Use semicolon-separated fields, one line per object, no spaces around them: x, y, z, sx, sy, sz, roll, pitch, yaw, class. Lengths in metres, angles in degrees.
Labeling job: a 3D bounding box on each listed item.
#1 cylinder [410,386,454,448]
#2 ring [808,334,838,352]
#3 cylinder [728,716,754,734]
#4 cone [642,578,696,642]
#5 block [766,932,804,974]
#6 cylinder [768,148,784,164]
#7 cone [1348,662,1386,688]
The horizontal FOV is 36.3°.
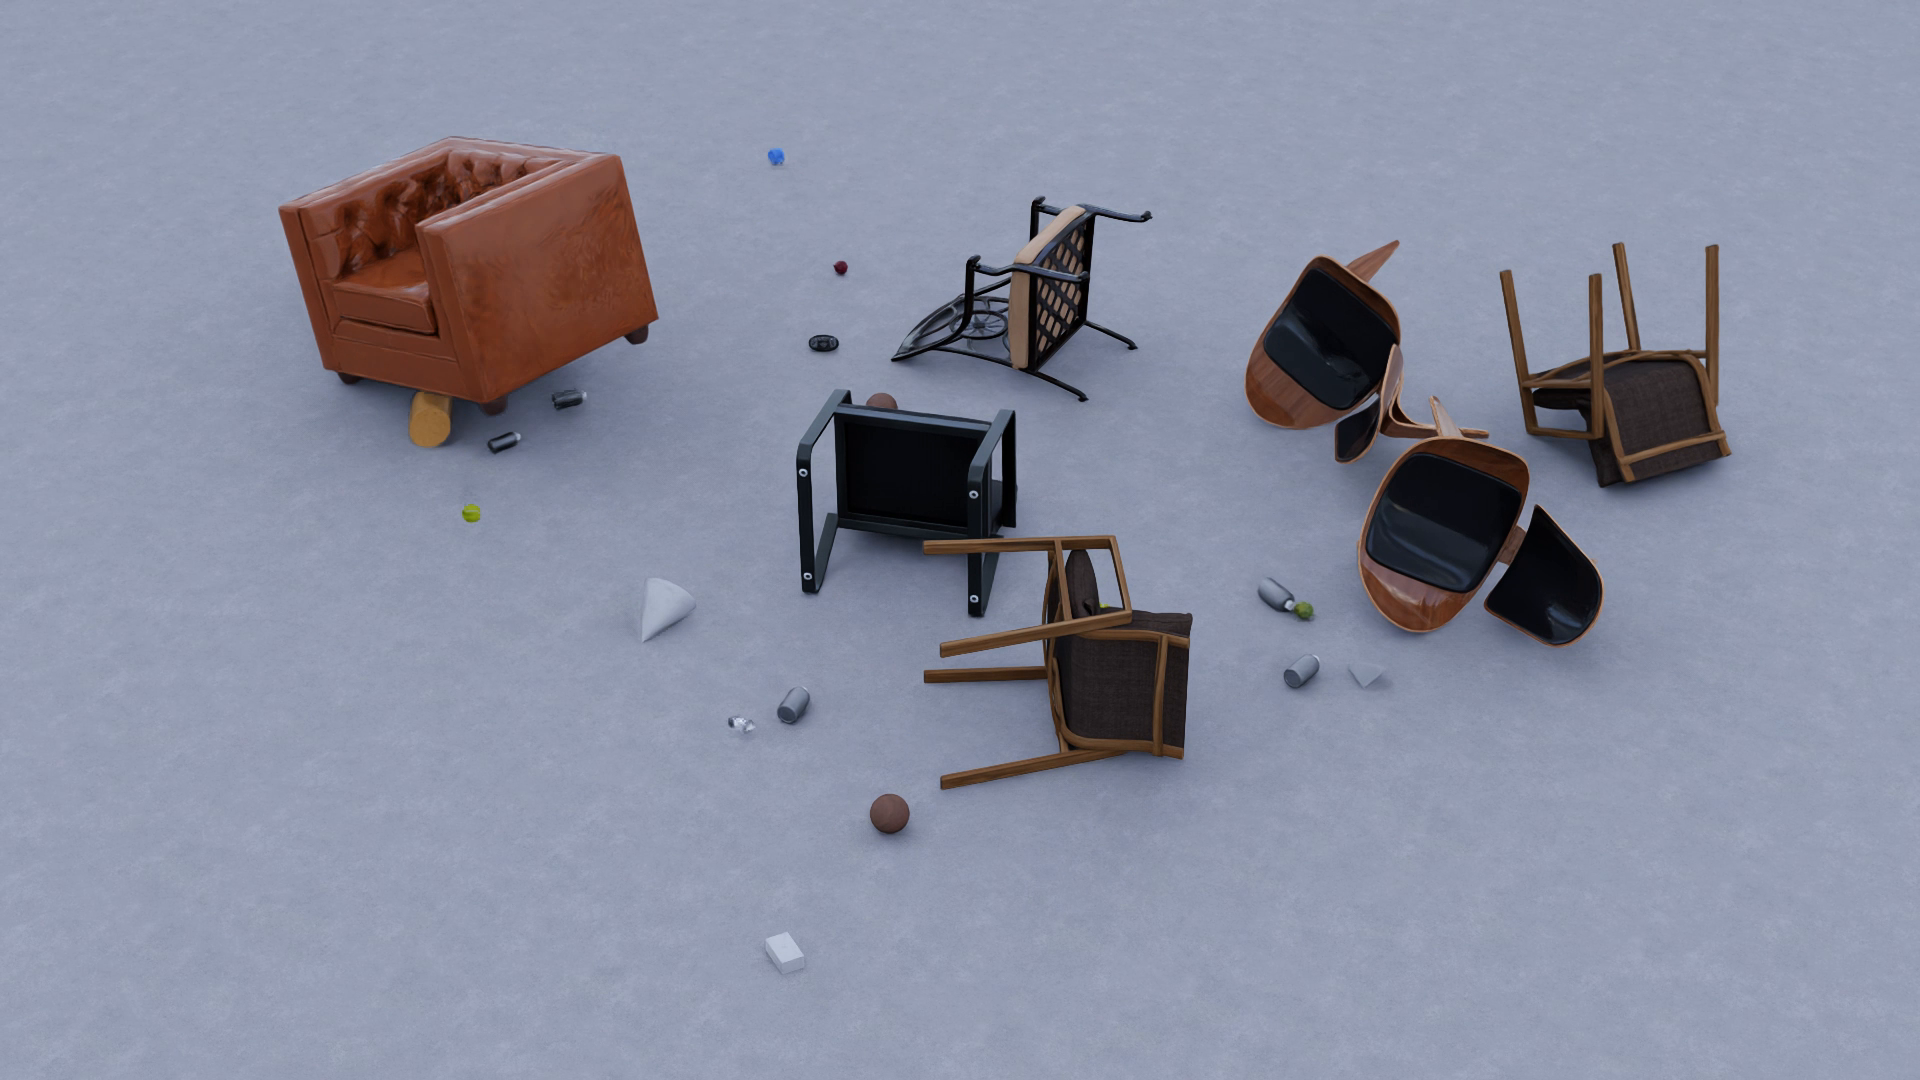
-2.077;-0.487;11.525;0.152;0.185;0.180;27;26;-22;cylinder
-0.564;-0.815;12.137;0.127;0.050;0.080;1;32;4;ring
-0.742;0.625;9.934;0.056;0.047;0.091;15;-2;21;cylinder
-1.082;0.280;10.443;0.211;0.180;0.223;20;60;15;cone
-0.536;1.265;8.982;0.074;0.047;0.124;-16;36;-22;block
-0.849;-1.780;13.590;0.050;0.062;0.053;-7;8;43;cylinder
1.405;0.479;10.173;0.119;0.076;0.140;23;-20;-37;cone
